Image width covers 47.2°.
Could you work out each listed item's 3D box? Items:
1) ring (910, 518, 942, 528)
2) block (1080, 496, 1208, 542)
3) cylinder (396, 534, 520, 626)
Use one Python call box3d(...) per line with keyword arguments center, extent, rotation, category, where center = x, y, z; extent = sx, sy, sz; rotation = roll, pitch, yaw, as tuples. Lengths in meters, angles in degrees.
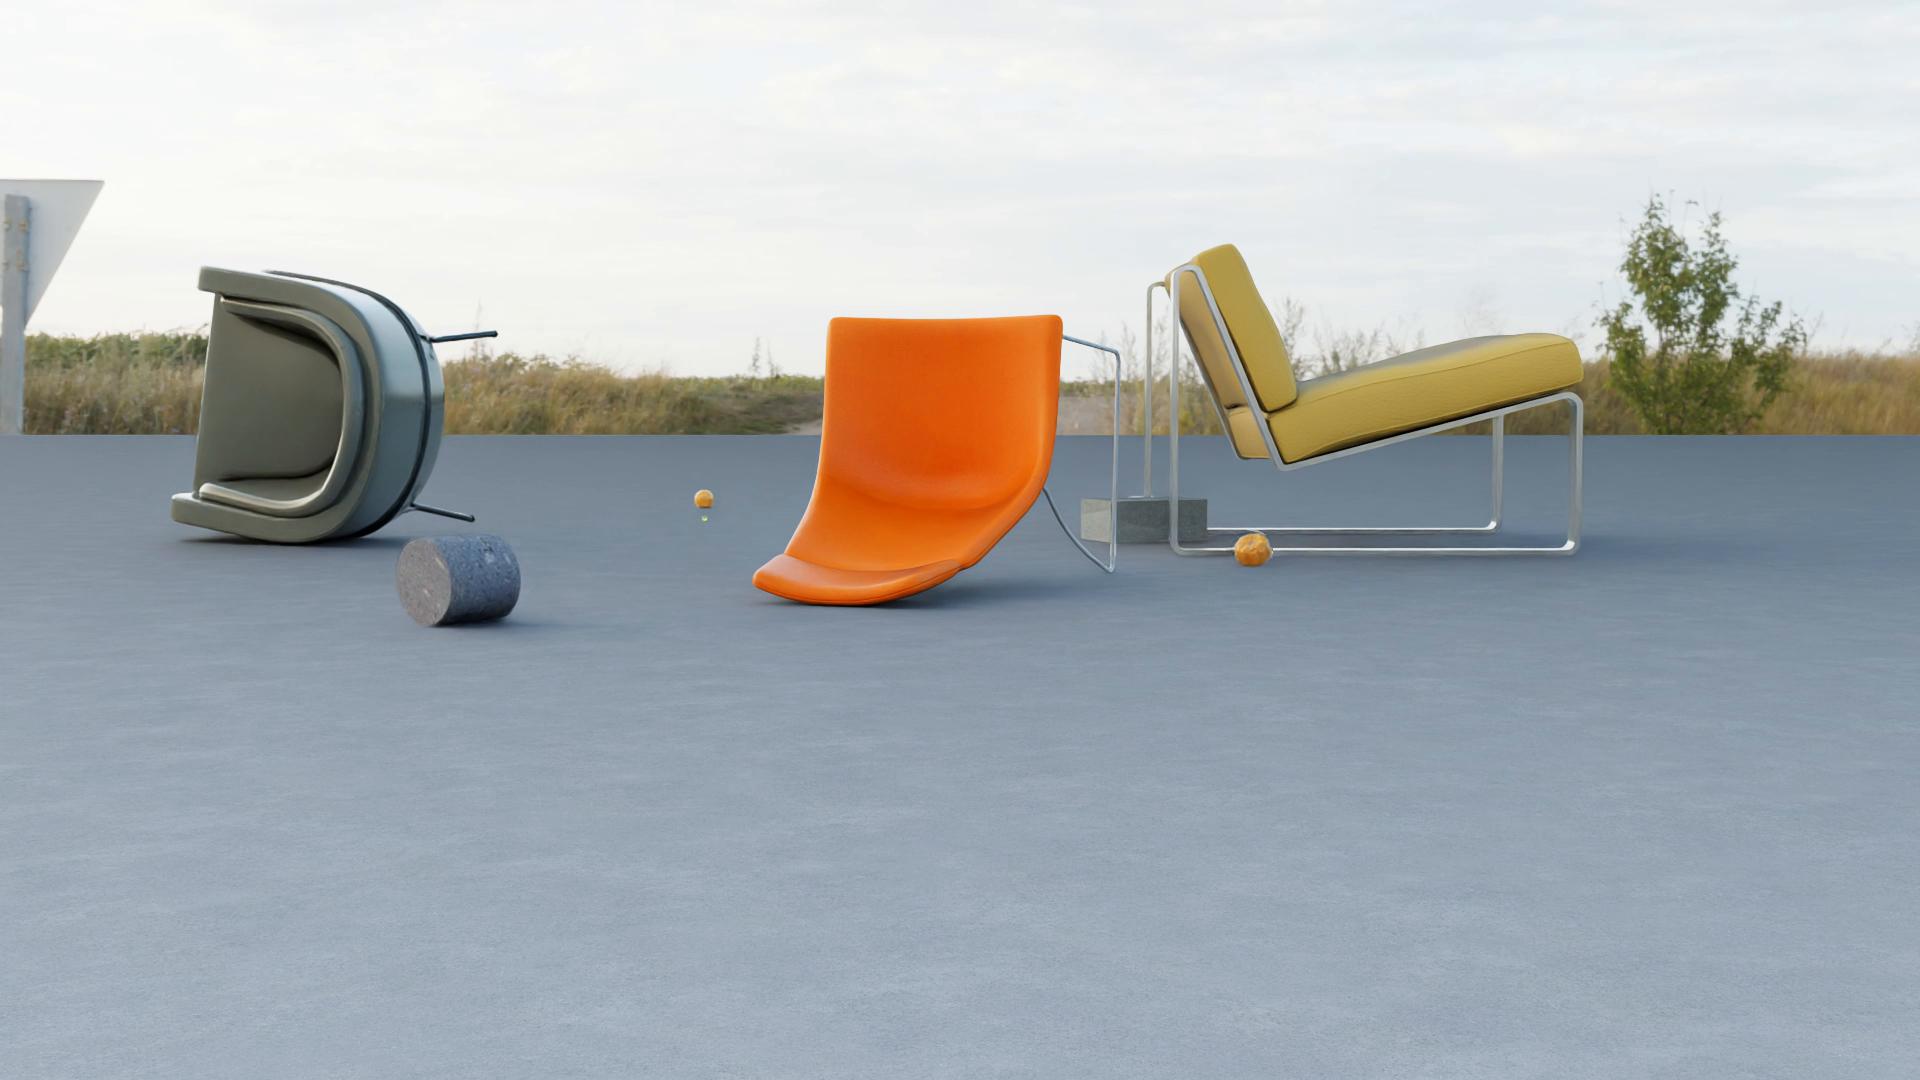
box3d(center=(-0.108, -0.054, 7.087), extent=(0.107, 0.034, 0.057), rotation=(0, 2, -14), category="ring")
box3d(center=(0.549, -0.062, 6.571), extent=(0.315, 0.121, 0.212), rotation=(-2, 4, -21), category="block")
box3d(center=(-0.963, 0.076, 4.225), extent=(0.171, 0.162, 0.164), rotation=(38, 26, 31), category="cylinder")
